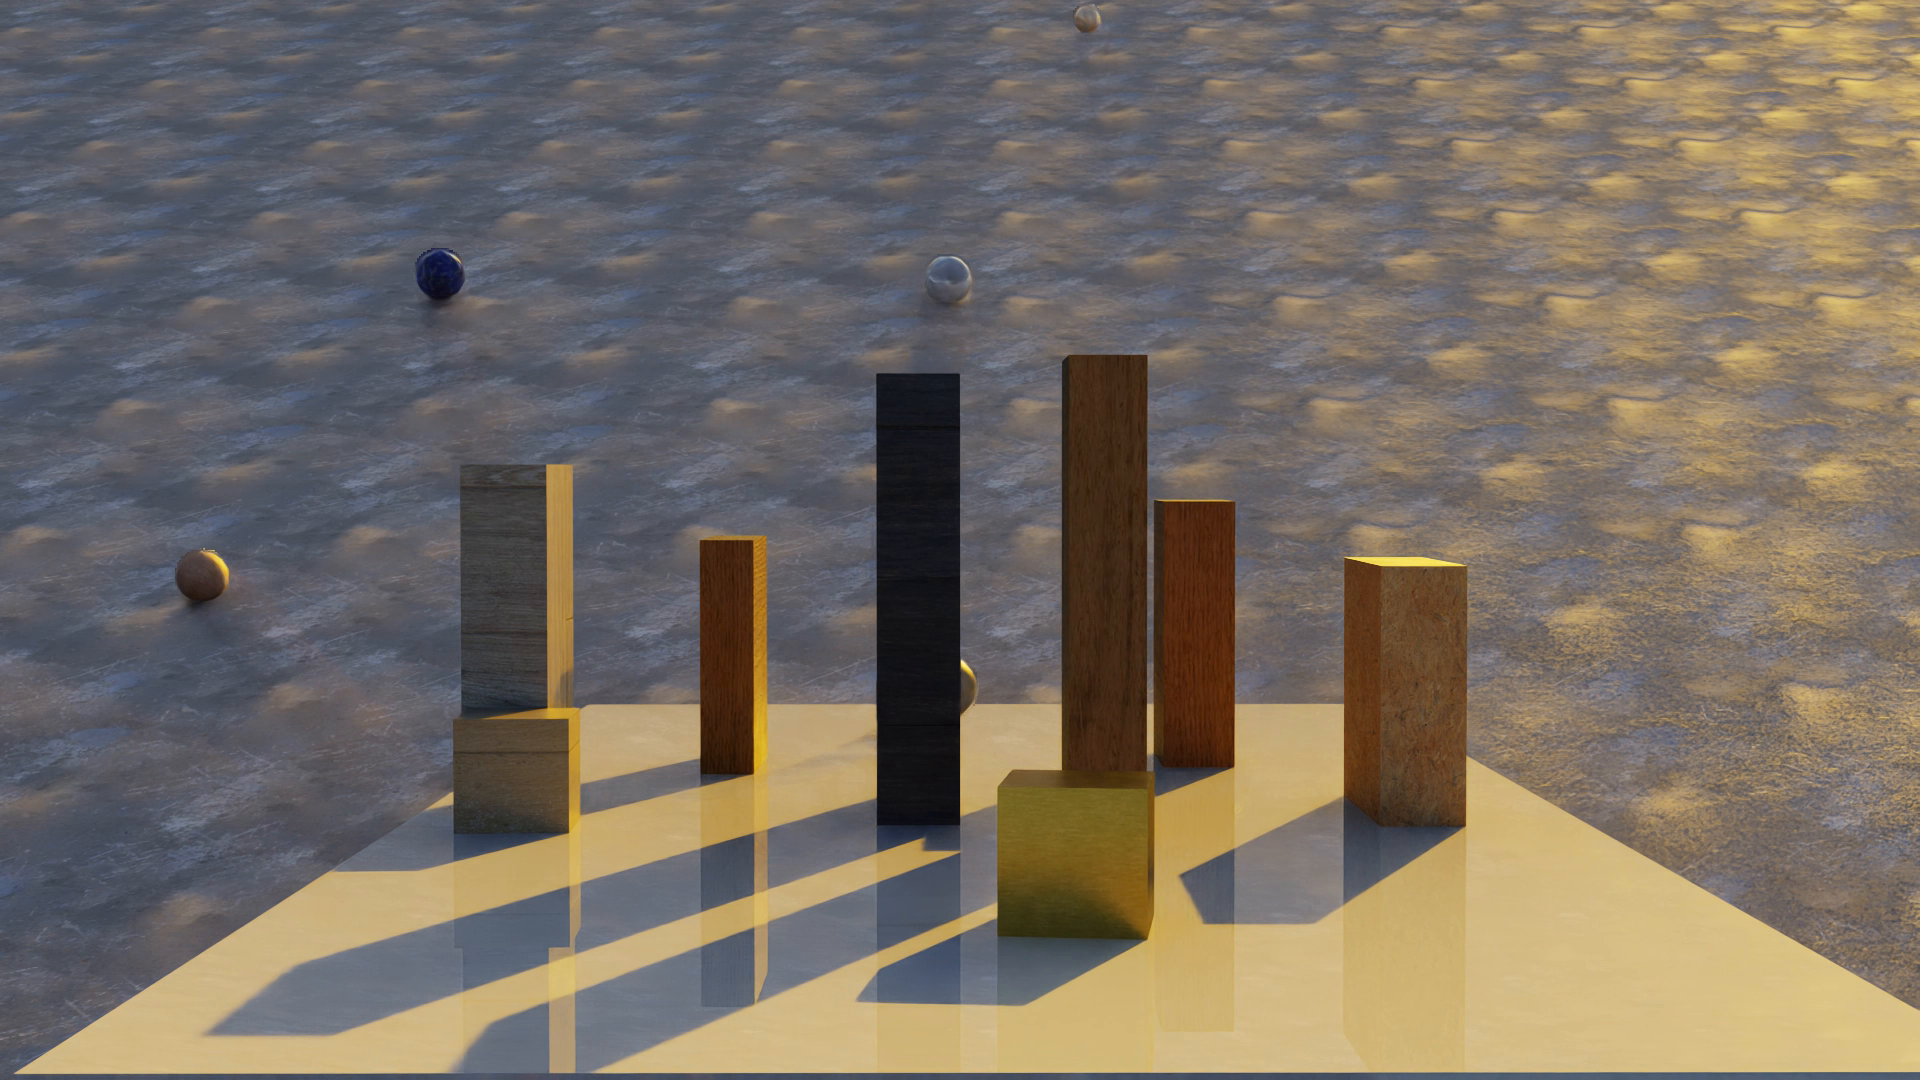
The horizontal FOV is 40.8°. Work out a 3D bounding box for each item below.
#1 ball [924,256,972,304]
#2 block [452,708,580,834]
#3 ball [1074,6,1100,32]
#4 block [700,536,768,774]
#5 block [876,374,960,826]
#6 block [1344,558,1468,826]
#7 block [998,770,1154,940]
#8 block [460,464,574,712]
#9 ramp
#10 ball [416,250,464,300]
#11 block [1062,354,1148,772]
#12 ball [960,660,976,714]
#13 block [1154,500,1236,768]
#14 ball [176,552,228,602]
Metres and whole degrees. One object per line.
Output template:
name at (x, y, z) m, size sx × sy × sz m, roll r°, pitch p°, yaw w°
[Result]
ball at (-0.044, -0.953, 9.454) m, size 0.177 × 0.177 × 0.177 m, roll 0°, pitch 25°, yaw 0°
block at (-0.743, 0.386, 4.333) m, size 0.189 × 0.189 × 0.189 m, roll 0°, pitch 2°, yaw -3°
ball at (0.642, -2.632, 13.041) m, size 0.131 × 0.131 × 0.131 m, roll 0°, pitch 25°, yaw 0°
block at (-0.458, 0.225, 5.232) m, size 0.105 × 0.460 × 0.348 m, roll 0°, pitch 2°, yaw 0°
block at (-0.070, 0.095, 4.522) m, size 0.140 × 0.759 × 0.394 m, roll 0°, pitch 2°, yaw 0°
block at (0.775, 0.256, 4.517) m, size 0.144 × 0.437 × 0.409 m, roll 0°, pitch 2°, yaw 0°
block at (0.155, 0.410, 3.388) m, size 0.192 × 0.192 × 0.192 m, roll 0°, pitch 2°, yaw 7°
block at (-0.783, 0.170, 4.576) m, size 0.148 × 0.607 × 0.300 m, roll 0°, pitch 2°, yaw 0°
ramp at (0.058, 0.523, 4.562) m, size 2.000 × 0.100 × 4.000 m, roll 0°, pitch 2°, yaw 0°
ball at (-1.916, -0.977, 9.502) m, size 0.179 × 0.179 × 0.179 m, roll 0°, pitch 25°, yaw 0°
block at (0.239, 0.089, 4.304) m, size 0.127 × 0.783 × 0.278 m, roll 0°, pitch 2°, yaw 0°
ball at (-0.035, 0.354, 6.179) m, size 0.149 × 0.149 × 0.149 m, roll 0°, pitch 25°, yaw 0°
block at (0.480, 0.186, 5.298) m, size 0.143 × 0.534 × 0.260 m, roll 0°, pitch 2°, yaw 0°
ball at (-2.136, 0.103, 7.271) m, size 0.142 × 0.142 × 0.142 m, roll 0°, pitch 25°, yaw 0°
